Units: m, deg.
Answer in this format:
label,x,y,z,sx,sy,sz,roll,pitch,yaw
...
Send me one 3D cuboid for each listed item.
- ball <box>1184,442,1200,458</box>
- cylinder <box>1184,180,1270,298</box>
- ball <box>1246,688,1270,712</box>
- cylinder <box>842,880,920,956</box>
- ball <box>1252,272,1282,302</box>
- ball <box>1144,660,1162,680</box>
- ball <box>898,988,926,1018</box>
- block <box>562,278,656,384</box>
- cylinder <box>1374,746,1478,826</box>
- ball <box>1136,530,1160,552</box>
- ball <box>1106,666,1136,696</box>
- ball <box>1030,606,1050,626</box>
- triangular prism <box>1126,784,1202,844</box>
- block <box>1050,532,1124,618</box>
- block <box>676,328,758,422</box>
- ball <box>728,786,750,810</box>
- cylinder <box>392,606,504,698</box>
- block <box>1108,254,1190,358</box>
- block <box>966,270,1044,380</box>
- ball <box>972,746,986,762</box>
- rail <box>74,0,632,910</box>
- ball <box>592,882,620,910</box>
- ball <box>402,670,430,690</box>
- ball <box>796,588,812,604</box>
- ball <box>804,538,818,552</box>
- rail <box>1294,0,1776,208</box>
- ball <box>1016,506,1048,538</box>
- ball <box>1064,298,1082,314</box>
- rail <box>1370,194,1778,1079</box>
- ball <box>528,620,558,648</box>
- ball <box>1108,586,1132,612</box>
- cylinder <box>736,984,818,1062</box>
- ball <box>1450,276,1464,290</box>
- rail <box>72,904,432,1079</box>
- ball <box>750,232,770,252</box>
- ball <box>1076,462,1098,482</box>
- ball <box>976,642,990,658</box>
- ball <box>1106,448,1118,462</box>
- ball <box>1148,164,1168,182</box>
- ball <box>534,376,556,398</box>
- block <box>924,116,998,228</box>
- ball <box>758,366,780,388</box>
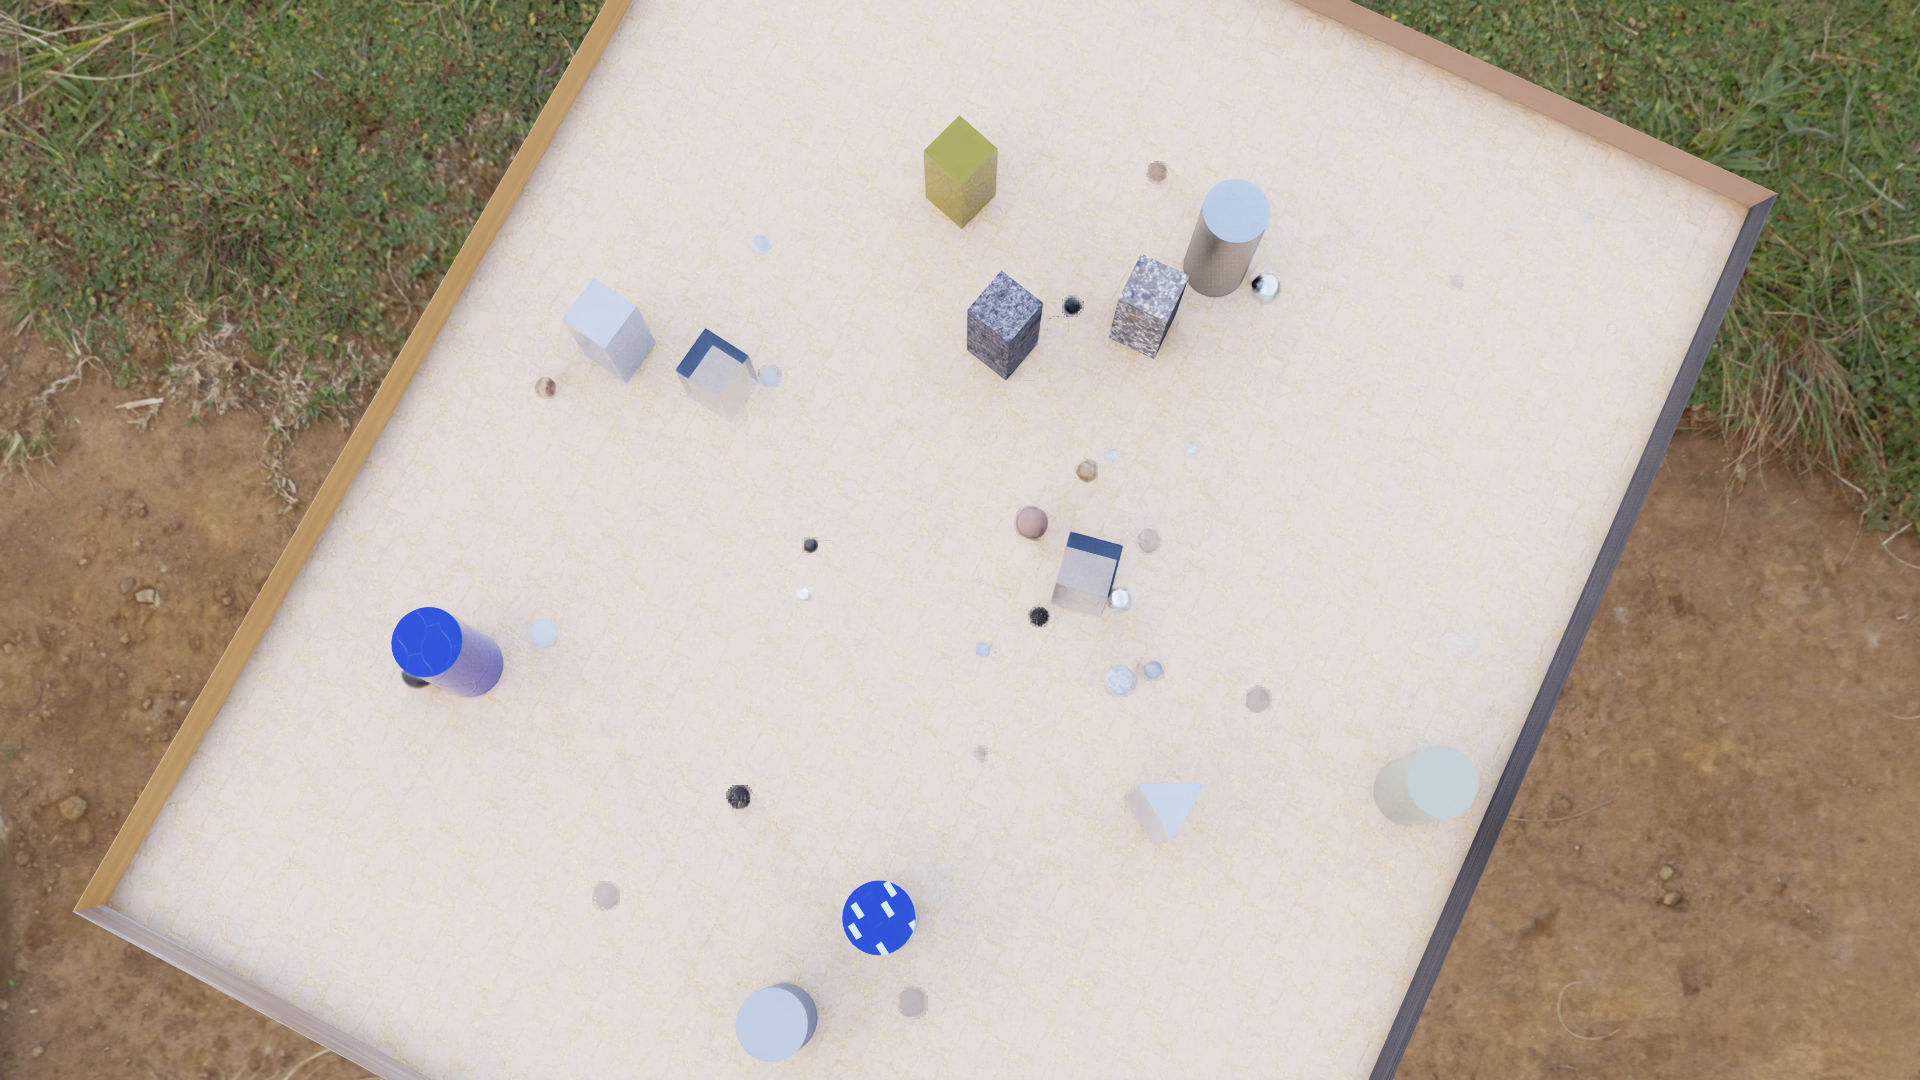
label,x,y,z,sx,sy,sz,roll,pitch,yaw
ball,0.717,-0.277,5.651,0.046,0.046,0.046,0,78,0
cylinder,0.804,-0.909,5.562,0.198,0.476,0.198,0,78,0
ball,0.891,0.479,5.479,0.075,0.075,0.075,0,78,0
cylinder,-0.218,1.063,5.156,0.198,0.472,0.198,0,78,0
ball,0.961,-0.791,5.731,0.097,0.097,0.097,0,78,0
ball,0.581,0.392,5.507,0.056,0.056,0.056,0,78,0
ball,-0.139,1.337,5.297,0.083,0.083,0.083,0,78,0
block,-1.061,-0.631,5.564,0.158,0.359,0.158,34,80,7
cylinder,1.331,0.709,5.259,0.198,0.413,0.198,0,78,0
ball,0.574,0.003,5.580,0.071,0.071,0.071,0,78,0
ball,0.479,0.420,5.484,0.090,0.090,0.090,0,78,0
ball,0.242,0.231,5.539,0.058,0.058,0.058,0,78,0
triangular prism,0.601,0.751,5.236,0.148,0.440,0.171,-30,80,-6
block,0.371,0.105,5.415,0.158,0.351,0.158,15,79,3
block,-0.737,-0.498,5.580,0.158,0.273,0.158,33,80,6
ball,-0.653,0.763,5.424,0.068,0.068,0.068,0,78,0
cylinder,-1.478,0.330,5.310,0.198,0.467,0.198,0,78,0
block,0.571,-0.706,5.575,0.158,0.368,0.158,26,79,5
block,0.133,-0.645,5.553,0.158,0.386,0.158,39,81,7
ball,0.056,0.637,5.461,0.046,0.046,0.046,0,78,0
rail,-1.580,-0.767,5.709,0.045,0.128,4.242,26,80,5
ball,-1.038,1.043,5.360,0.080,0.080,0.080,0,78,0
ball,-1.624,0.400,5.487,0.093,0.093,0.093,0,78,0
ball,-0.473,0.169,5.557,0.049,0.049,0.049,0,78,0
ball,-0.455,0.016,5.590,0.046,0.046,0.046,0,78,0
rail,0.938,-1.830,5.929,3.581,0.128,0.045,26,80,5
ball,0.220,-0.053,5.577,0.099,0.099,0.099,0,78,0
ball,0.353,-0.733,5.740,0.055,0.055,0.055,0,78,0
rail,1.580,0.780,5.388,0.045,0.128,4.242,26,80,5
ball,-1.256,0.284,5.514,0.086,0.086,0.086,0,78,0
ball,0.482,0.180,5.539,0.079,0.079,0.079,0,78,0
cylinder,-0.513,1.355,5.160,0.198,0.344,0.198,0,78,0
ball,1.565,-0.810,5.762,0.043,0.043,0.043,0,78,0
rail,-0.938,1.844,5.168,3.581,0.128,0.045,26,80,5
ball,-0.629,-0.939,5.780,0.061,0.061,0.061,0,78,0
ball,0.389,-0.209,5.627,0.064,0.064,0.064,0,78,0
ball,0.070,0.332,5.525,0.045,0.045,0.045,0,78,0
ball,0.469,-0.261,5.650,0.041,0.041,0.041,0,78,0
ball,0.630,-1.168,5.829,0.058,0.058,0.058,0,78,0
ball,-1.285,-0.474,5.682,0.065,0.065,0.065,0,78,0
block,0.002,-1.133,5.667,0.158,0.360,0.158,43,81,8
ball,-0.590,-0.504,5.664,0.064,0.064,0.064,0,78,0
